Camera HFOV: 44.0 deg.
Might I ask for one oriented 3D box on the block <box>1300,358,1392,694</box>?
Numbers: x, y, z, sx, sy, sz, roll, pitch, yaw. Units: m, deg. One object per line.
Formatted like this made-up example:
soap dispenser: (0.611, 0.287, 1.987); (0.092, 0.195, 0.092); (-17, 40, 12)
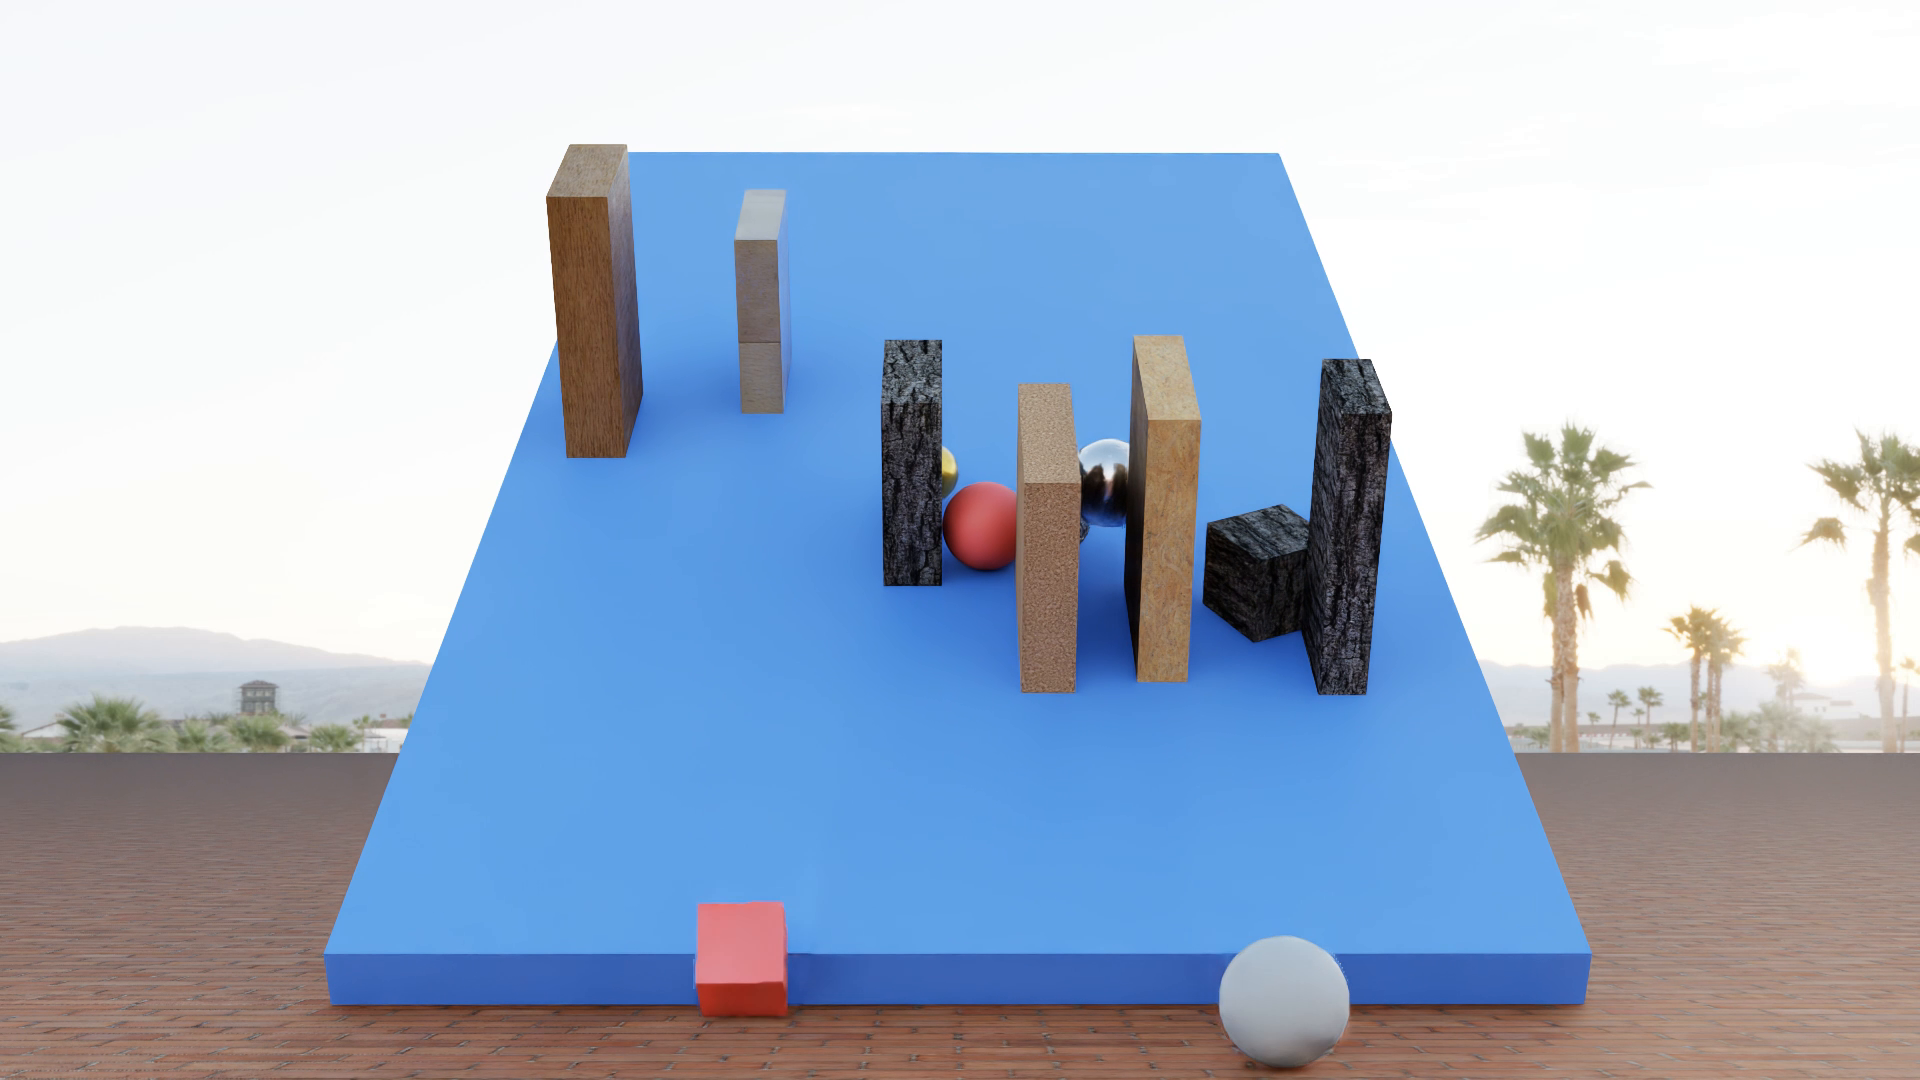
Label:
block: (0.716, -0.023, 4.426); (0.090, 0.578, 0.246); (0, 27, 0)

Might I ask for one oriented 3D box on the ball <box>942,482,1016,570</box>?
ball: (0.053, -0.029, 4.864); (0.181, 0.181, 0.181); (0, -5, 0)

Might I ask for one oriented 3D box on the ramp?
ramp: (-0.011, -0.225, 5.546); (2.000, 0.100, 4.000); (0, 27, 0)

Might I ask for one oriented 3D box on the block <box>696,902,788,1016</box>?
block: (-0.327, 0.632, 3.583); (0.128, 0.128, 0.128); (-1, -33, -2)

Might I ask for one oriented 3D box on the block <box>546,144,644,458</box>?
block: (-0.820, -0.542, 5.374); (0.132, 0.616, 0.360); (0, 27, 0)

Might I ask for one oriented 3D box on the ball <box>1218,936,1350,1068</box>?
ball: (0.416, 0.593, 3.054); (0.168, 0.168, 0.168); (0, -5, 0)

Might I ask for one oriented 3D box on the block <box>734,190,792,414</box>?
block: (-0.463, -0.567, 5.628); (0.098, 0.429, 0.350); (0, 27, 0)

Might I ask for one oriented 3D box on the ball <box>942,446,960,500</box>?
ball: (-0.068, -0.145, 5.138); (0.134, 0.134, 0.134); (0, -5, 0)

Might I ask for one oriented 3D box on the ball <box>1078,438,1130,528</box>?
ball: (0.304, -0.114, 4.828); (0.182, 0.182, 0.182); (0, -5, 0)

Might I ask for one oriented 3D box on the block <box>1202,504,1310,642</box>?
block: (0.608, 0.064, 4.688); (0.181, 0.181, 0.181); (-14, 31, -25)

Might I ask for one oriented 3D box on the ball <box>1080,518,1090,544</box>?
ball: (0.200, -0.045, 4.935); (0.146, 0.146, 0.146); (0, -5, 0)

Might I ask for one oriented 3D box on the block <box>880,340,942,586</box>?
block: (-0.096, -0.161, 4.873); (0.119, 0.406, 0.321); (0, 27, 0)

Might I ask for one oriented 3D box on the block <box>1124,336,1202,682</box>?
block: (0.382, -0.063, 4.538); (0.094, 0.544, 0.391); (0, 27, 0)

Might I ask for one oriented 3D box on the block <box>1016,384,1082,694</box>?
block: (0.165, -0.010, 4.548); (0.101, 0.438, 0.443); (0, 27, 0)
